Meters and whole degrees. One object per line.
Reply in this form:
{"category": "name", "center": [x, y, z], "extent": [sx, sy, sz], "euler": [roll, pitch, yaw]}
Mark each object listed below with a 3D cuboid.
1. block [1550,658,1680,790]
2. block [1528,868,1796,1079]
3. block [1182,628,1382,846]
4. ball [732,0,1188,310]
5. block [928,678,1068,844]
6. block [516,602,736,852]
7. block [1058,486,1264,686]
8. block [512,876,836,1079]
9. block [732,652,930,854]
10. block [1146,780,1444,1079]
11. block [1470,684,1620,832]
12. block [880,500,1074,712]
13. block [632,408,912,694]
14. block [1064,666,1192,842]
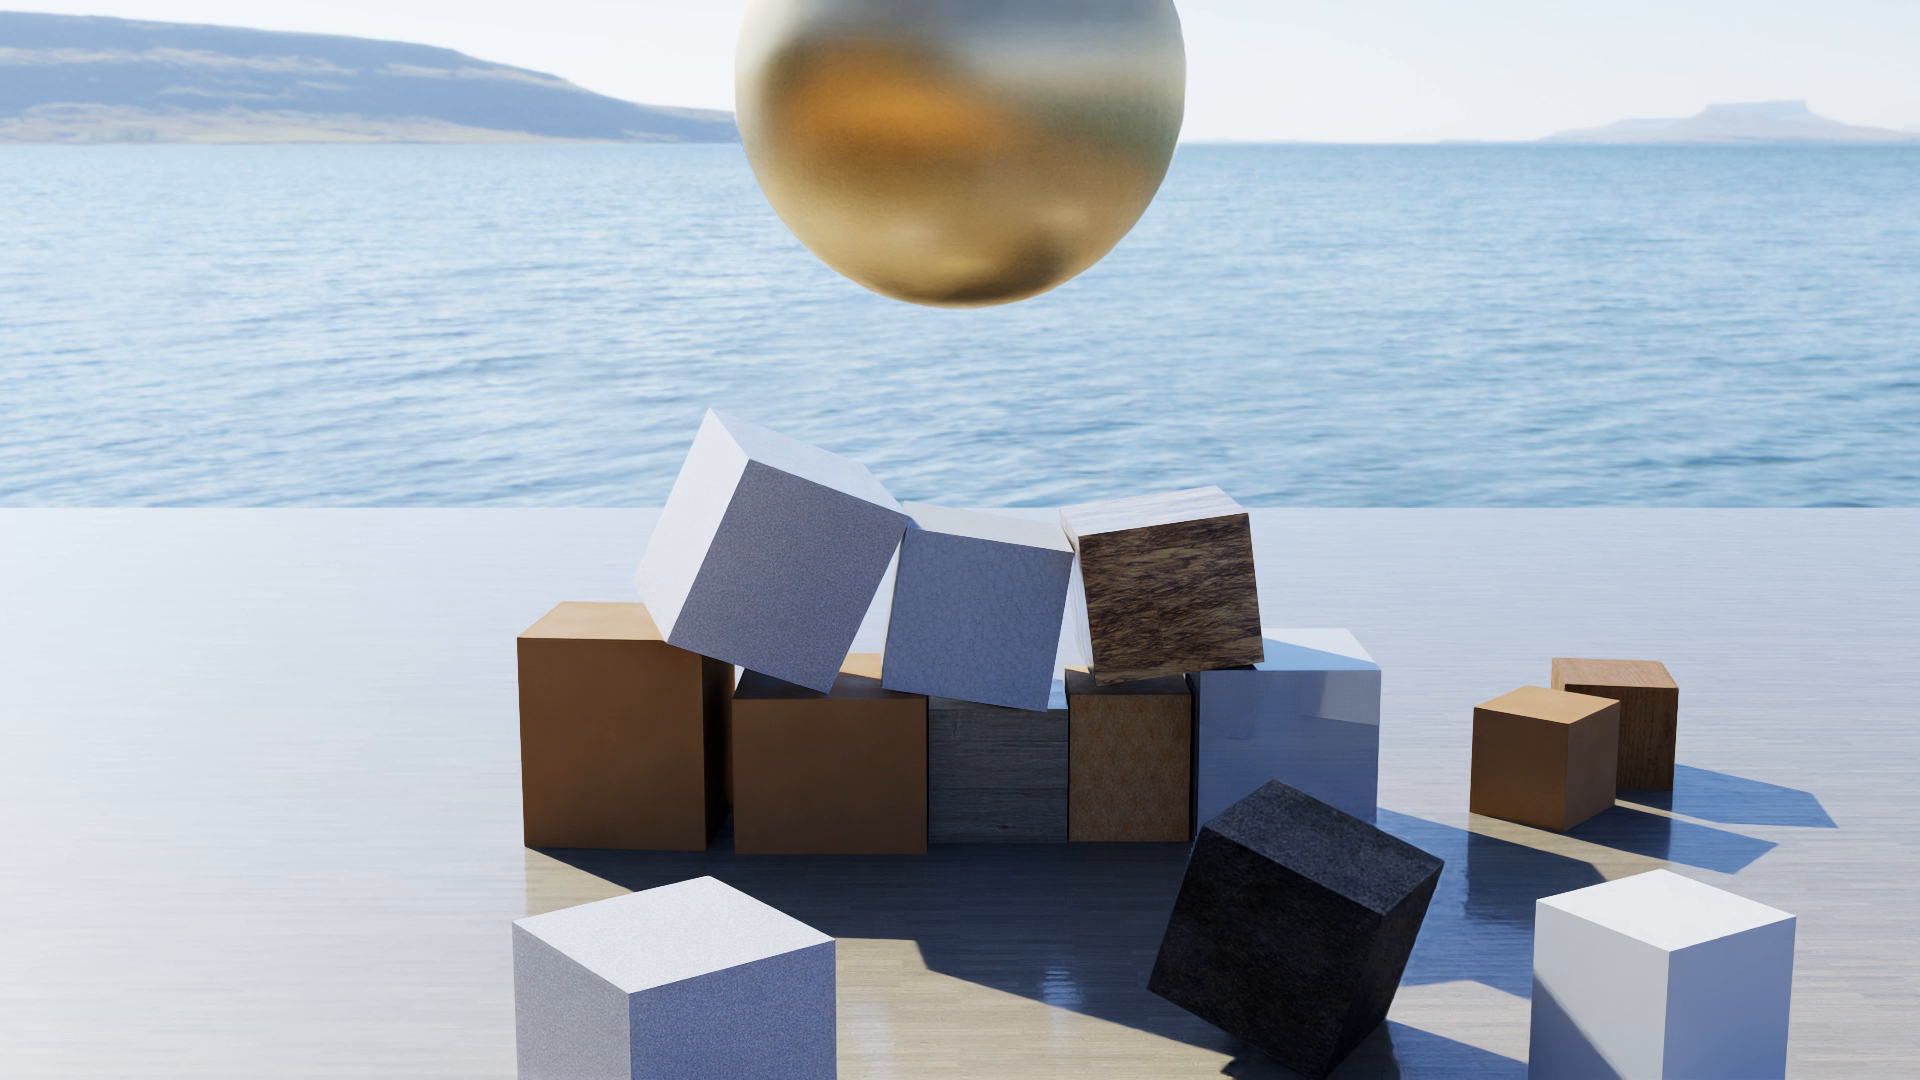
{"category": "block", "center": [3.650, 1.022, 12.329], "extent": [0.602, 0.577, 0.637], "euler": [2, 10, 9]}
{"category": "block", "center": [2.603, 1.708, 8.182], "extent": [0.679, 0.712, 0.623], "euler": [-6, 12, -31]}
{"category": "block", "center": [1.623, 1.018, 11.349], "extent": [0.890, 0.937, 0.935], "euler": [0, 10, -1]}
{"category": "ball", "center": [0.000, -1.619, 7.773], "extent": [1.600, 1.600, 1.600], "euler": [0, 10, 0]}
{"category": "block", "center": [0.193, 1.133, 11.375], "extent": [0.697, 0.701, 0.628], "euler": [0, 10, 0]}
{"category": "block", "center": [-1.698, 0.942, 11.369], "extent": [0.926, 1.080, 0.871], "euler": [1, 10, 5]}
{"category": "block", "center": [1.006, 0.214, 11.157], "extent": [0.838, 0.752, 0.898], "euler": [-8, 10, -2]}
{"category": "block", "center": [-0.975, 1.748, 7.514], "extent": [0.782, 0.872, 0.817], "euler": [-8, 13, -37]}
{"category": "block", "center": [-0.644, 1.086, 11.373], "extent": [0.957, 0.795, 0.991], "euler": [0, 10, 0]}
{"category": "block", "center": [1.323, 1.513, 8.641], "extent": [0.765, 0.737, 0.718], "euler": [25, 21, 25]}
{"category": "block", "center": [3.101, 1.146, 11.656], "extent": [0.533, 0.574, 0.623], "euler": [9, 13, 39]}
{"category": "block", "center": [0.070, 0.325, 11.226], "extent": [0.829, 0.818, 0.790], "euler": [8, 10, -4]}
{"category": "block", "center": [-0.957, 0.048, 10.978], "extent": [0.892, 0.990, 0.811], "euler": [20, 13, -26]}
{"category": "block", "center": [0.855, 1.098, 11.387], "extent": [0.607, 0.765, 0.613], "euler": [0, 10, 0]}
